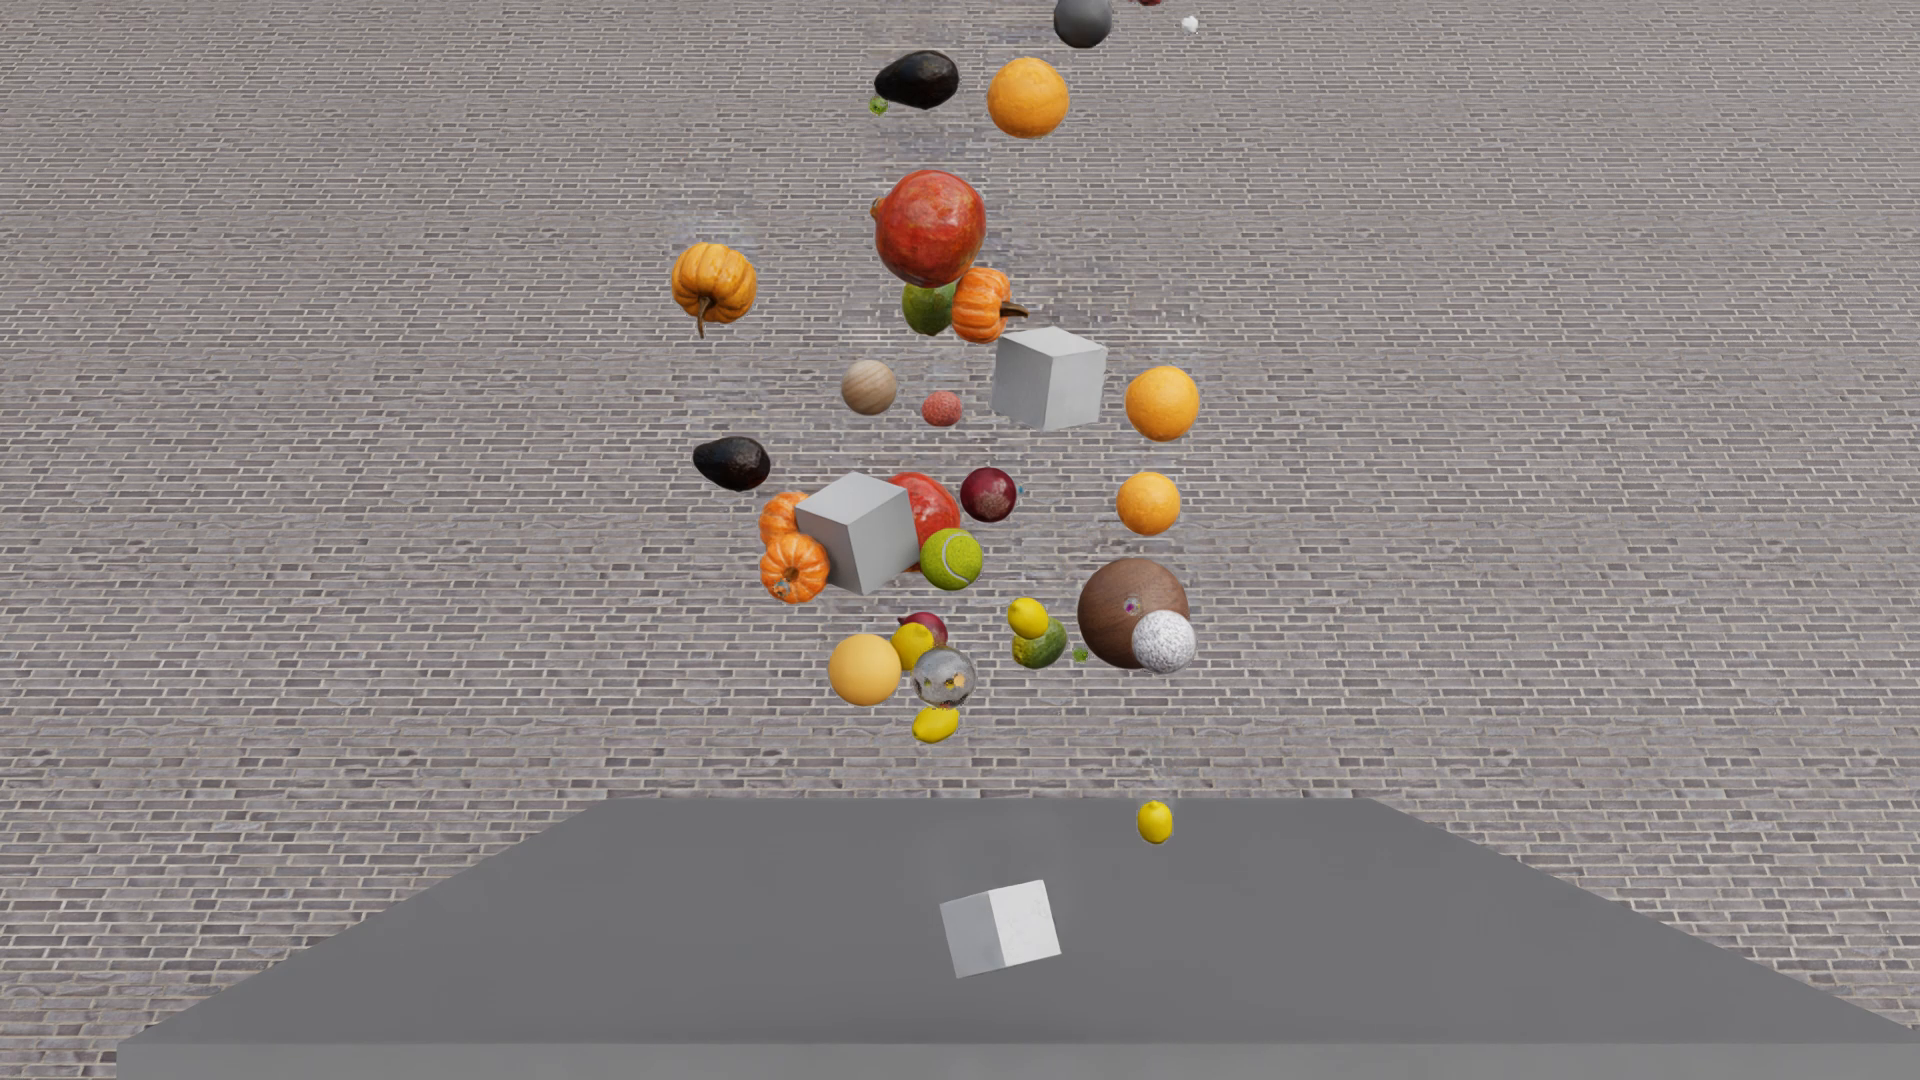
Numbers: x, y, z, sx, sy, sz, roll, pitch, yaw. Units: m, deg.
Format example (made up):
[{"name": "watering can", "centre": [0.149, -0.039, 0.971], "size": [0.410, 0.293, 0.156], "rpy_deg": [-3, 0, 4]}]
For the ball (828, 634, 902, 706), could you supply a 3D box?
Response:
[{"name": "ball", "centre": [-0.112, 0.152, 3.052], "size": [0.086, 0.086, 0.086], "rpy_deg": [0, 35, 0]}]

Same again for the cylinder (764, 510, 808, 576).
[{"name": "cylinder", "centre": [-0.177, -0.004, 2.987], "size": [0.069, 0.069, 0.069], "rpy_deg": [30, 42, -32]}]

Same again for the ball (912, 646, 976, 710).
[{"name": "ball", "centre": [-0.017, 0.147, 2.775], "size": [0.068, 0.068, 0.068], "rpy_deg": [0, 35, 0]}]

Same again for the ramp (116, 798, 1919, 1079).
[{"name": "ramp", "centre": [0.077, 0.665, 4.838], "size": [2.000, 0.100, 4.000], "rpy_deg": [0, -2, 0]}]

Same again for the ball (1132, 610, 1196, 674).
[{"name": "ball", "centre": [0.199, 0.100, 2.540], "size": [0.063, 0.063, 0.063], "rpy_deg": [0, 35, 0]}]

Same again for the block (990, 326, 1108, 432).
[{"name": "block", "centre": [0.093, -0.170, 2.738], "size": [0.082, 0.082, 0.082], "rpy_deg": [-13, 28, -41]}]

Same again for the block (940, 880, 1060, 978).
[{"name": "block", "centre": [0.043, 0.423, 2.827], "size": [0.083, 0.083, 0.083], "rpy_deg": [-5, -13, -43]}]

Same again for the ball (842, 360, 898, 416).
[{"name": "ball", "centre": [-0.101, -0.169, 2.887], "size": [0.062, 0.062, 0.062], "rpy_deg": [0, 35, 0]}]

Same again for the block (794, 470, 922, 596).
[{"name": "block", "centre": [-0.112, -0.008, 2.864], "size": [0.090, 0.090, 0.090], "rpy_deg": [-32, 35, -33]}]

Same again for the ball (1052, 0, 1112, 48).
[{"name": "ball", "centre": [0.111, -0.473, 2.355], "size": [0.054, 0.054, 0.054], "rpy_deg": [0, 35, 0]}]
